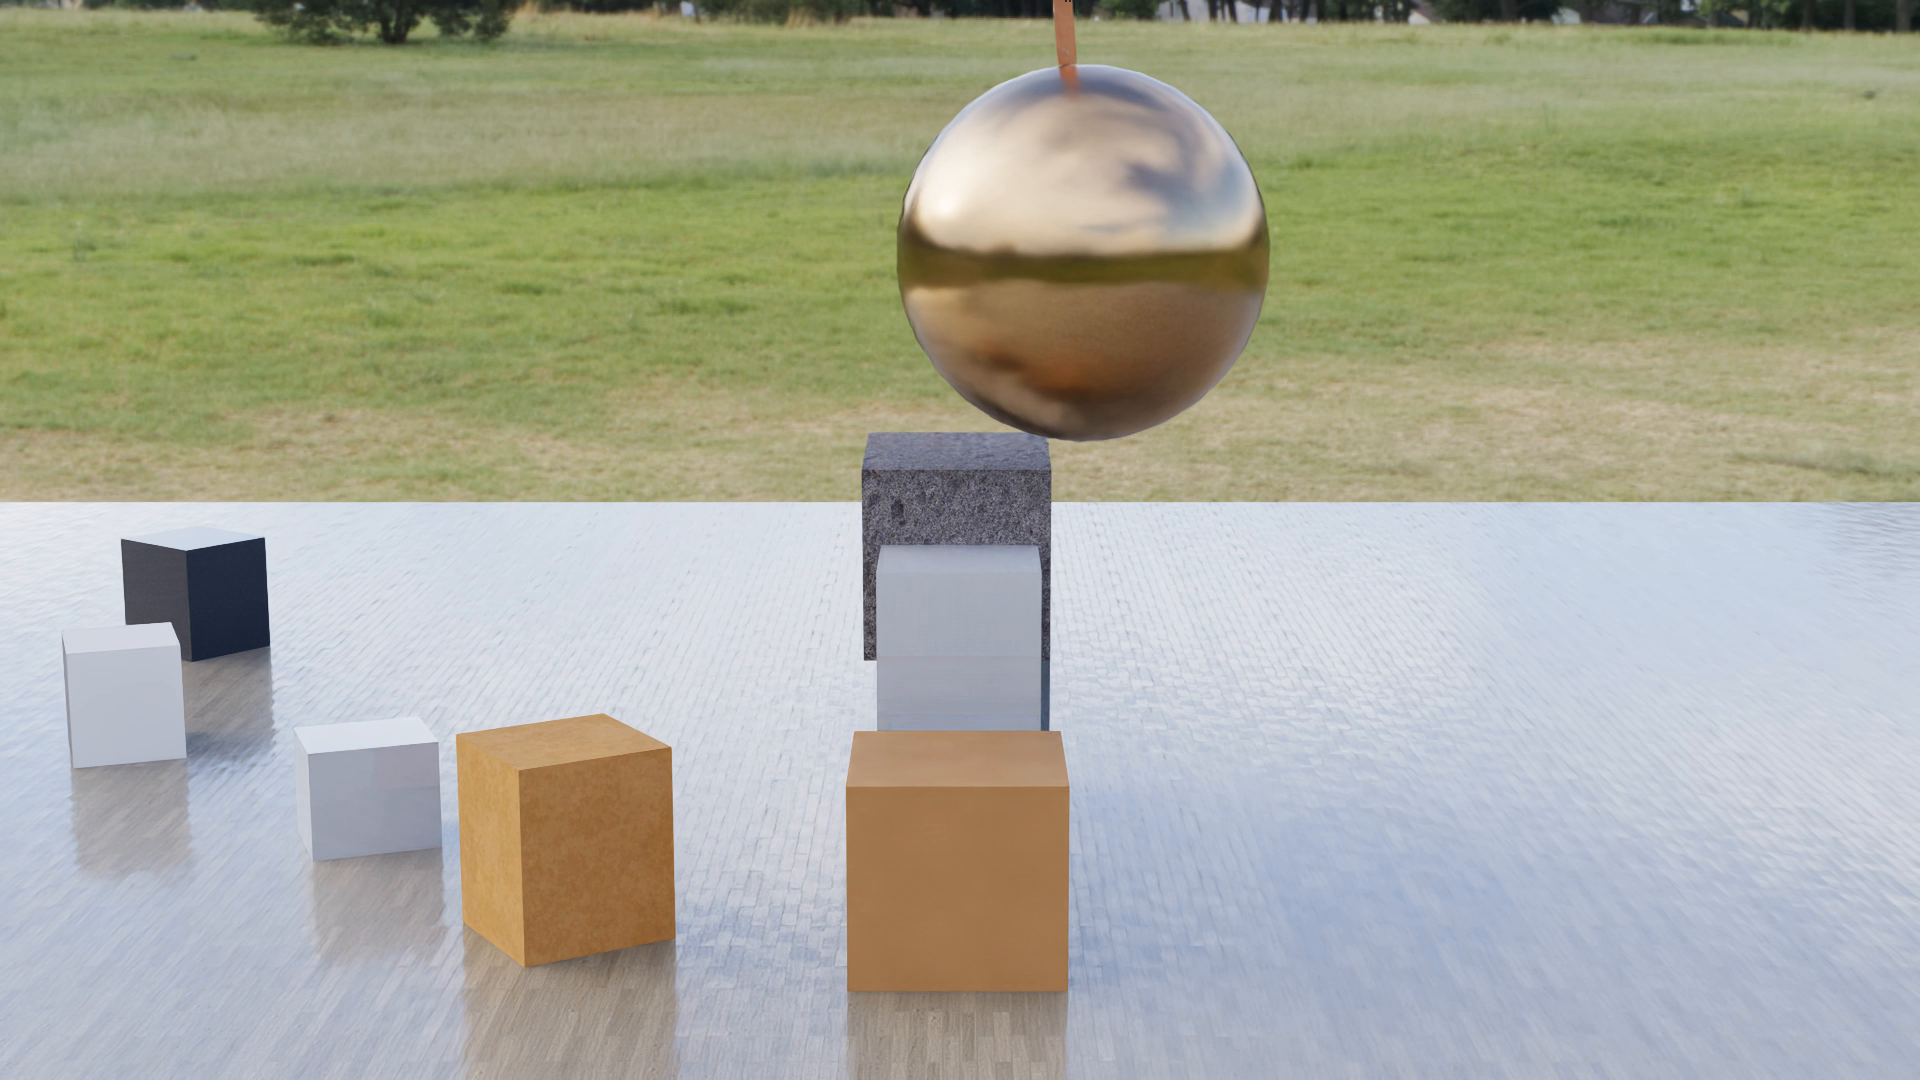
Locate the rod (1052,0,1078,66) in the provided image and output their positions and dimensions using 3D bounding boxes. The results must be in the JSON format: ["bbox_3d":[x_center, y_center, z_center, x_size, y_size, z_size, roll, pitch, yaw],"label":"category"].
[{"bbox_3d":[0.227,-4.553,10.352,0.080,5.200,0.080,-5,10,1],"label":"rod"}]

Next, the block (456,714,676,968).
[{"bbox_3d":[-1.628,1.220,10.587,0.665,0.811,0.665,-6,12,-32],"label":"block"}]

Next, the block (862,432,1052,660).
[{"bbox_3d":[-0.013,0.016,11.844,0.840,0.878,0.842,0,14,0],"label":"block"}]

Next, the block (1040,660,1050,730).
[{"bbox_3d":[0.015,0.821,12.456,0.810,0.928,0.834,0,10,0],"label":"block"}]

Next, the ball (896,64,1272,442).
[{"bbox_3d":[0.523,-1.221,10.958,1.600,1.600,1.600,0,10,0],"label":"ball"}]

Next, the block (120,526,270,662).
[{"bbox_3d":[-4.726,0.324,15.868,0.664,0.686,0.576,8,13,37],"label":"block"}]

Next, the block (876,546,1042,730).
[{"bbox_3d":[-0.004,0.417,11.162,0.696,0.686,0.632,0,10,0],"label":"block"}]

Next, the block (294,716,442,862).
[{"bbox_3d":[-2.745,1.143,11.879,0.583,0.500,0.505,-4,11,-21],"label":"block"}]

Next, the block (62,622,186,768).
[{"bbox_3d":[-4.389,0.805,13.458,0.556,0.601,0.601,-4,11,-21],"label":"block"}]

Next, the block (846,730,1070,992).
[{"bbox_3d":[-0.010,1.270,10.288,0.856,0.820,0.844,0,10,0],"label":"block"}]
